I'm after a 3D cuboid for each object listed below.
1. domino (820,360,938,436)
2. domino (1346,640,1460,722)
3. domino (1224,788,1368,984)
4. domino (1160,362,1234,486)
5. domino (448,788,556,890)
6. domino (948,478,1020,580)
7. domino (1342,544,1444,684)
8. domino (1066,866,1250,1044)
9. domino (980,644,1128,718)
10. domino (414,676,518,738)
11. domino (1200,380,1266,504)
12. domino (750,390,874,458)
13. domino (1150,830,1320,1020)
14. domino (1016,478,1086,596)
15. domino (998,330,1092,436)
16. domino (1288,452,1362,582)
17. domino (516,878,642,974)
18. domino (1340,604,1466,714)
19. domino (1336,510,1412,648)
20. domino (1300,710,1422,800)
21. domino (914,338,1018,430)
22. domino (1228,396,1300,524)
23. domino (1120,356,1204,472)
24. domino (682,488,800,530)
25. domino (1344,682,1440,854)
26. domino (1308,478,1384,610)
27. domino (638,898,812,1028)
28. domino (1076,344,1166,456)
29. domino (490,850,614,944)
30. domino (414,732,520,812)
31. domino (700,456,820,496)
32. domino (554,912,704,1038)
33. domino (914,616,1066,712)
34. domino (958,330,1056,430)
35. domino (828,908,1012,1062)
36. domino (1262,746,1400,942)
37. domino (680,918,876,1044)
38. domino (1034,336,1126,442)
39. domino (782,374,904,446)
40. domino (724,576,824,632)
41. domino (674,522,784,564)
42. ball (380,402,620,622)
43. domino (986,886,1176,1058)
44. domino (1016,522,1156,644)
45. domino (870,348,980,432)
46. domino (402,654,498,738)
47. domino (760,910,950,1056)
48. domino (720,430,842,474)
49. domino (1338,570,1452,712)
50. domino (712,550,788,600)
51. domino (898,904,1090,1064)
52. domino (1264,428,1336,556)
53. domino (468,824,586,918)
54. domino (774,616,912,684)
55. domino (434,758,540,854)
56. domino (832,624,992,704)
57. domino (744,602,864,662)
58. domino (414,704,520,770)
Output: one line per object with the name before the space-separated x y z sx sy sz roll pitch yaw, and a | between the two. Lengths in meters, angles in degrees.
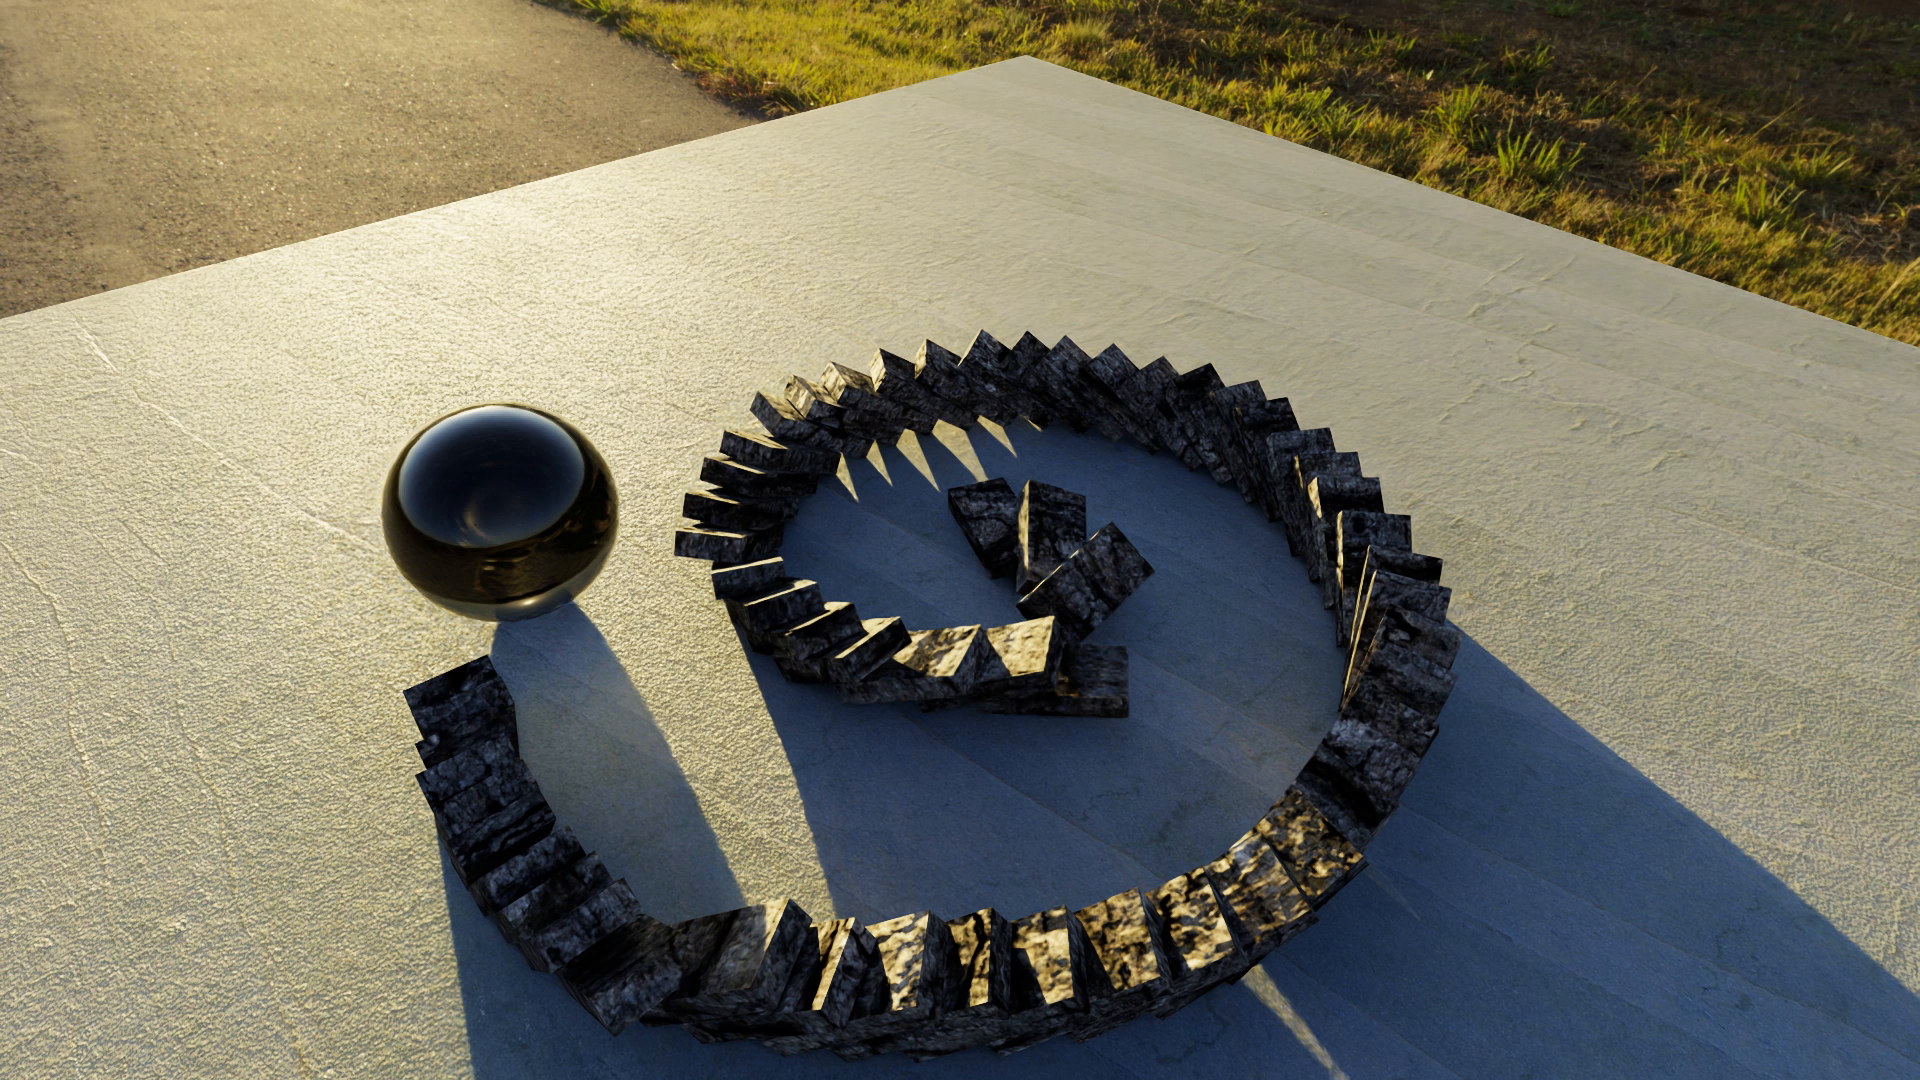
domino | -0.037 -0.064 0.500 0.050 0.009 0.025 17 24 -35
domino | 0.134 0.060 0.349 0.025 0.009 0.050 28 79 24
domino | 0.085 0.096 0.305 0.050 0.009 0.025 -42 50 2
domino | 0.112 -0.051 0.484 0.025 0.009 0.050 -25 81 -30
domino | -0.129 0.085 0.310 0.025 0.050 0.010 -30 82 -31
domino | 0.015 -0.006 0.450 0.025 0.010 0.050 -13 41 -16
domino | 0.153 0.029 0.389 0.025 0.010 0.050 12 73 15
domino | 0.048 0.109 0.290 0.050 0.009 0.025 -31 39 12
domino | 0.033 0.048 0.382 0.050 0.010 0.025 1 39 7
domino | -0.152 0.059 0.342 0.025 0.050 0.009 -26 79 -28
domino | 0.126 -0.043 0.473 0.025 0.009 0.050 -15 76 -21
domino | -0.065 -0.051 0.485 0.050 0.009 0.025 10 25 -44
domino | 0.068 0.104 0.296 0.050 0.009 0.025 -36 44 7
domino | 0.036 0.001 0.427 0.025 0.010 0.050 16 50 -15
domino | 0.044 -0.073 0.513 0.050 0.009 0.025 39 44 -4
domino | 0.148 -0.009 0.434 0.025 0.009 0.050 -3 73 -5
domino | -0.102 0.102 0.291 0.025 0.050 0.009 -30 87 -32
domino | 0.143 0.049 0.362 0.025 0.009 0.050 24 78 20
domino | 0.152 0.015 0.405 0.025 0.010 0.050 4 72 5
domino | 0.111 0.079 0.325 0.025 0.009 0.050 34 84 32
domino | 0.003 -0.073 0.512 0.050 0.009 0.025 25 35 -20
domino | 0.134 -0.034 0.462 0.025 0.010 0.050 -12 75 -20
domino | 0.097 -0.057 0.494 0.025 0.009 0.050 -33 80 -34
domino | -0.087 -0.014 0.441 0.025 0.010 0.050 13 10 15
domino | 0.122 0.072 0.336 0.025 0.009 0.050 31 80 32
domino | 0.150 0.001 0.421 0.025 0.010 0.050 0 72 -5
domino | -0.063 0.110 0.286 0.050 0.009 0.025 -23 27 33
domino | 0.079 -0.065 0.502 0.050 0.010 0.025 47 49 4
domino | -0.111 0.097 0.297 0.025 0.050 0.010 -30 87 -32
domino | -0.144 0.072 0.325 0.025 0.050 0.009 -26 79 -28
domino | -0.082 -0.026 0.455 0.025 0.010 0.050 18 9 20
domino | -0.087 0.110 0.285 0.025 0.009 0.050 -32 10 -31
domino | 0.010 0.042 0.374 0.050 0.009 0.025 -14 36 26
domino | 0.025 -0.075 0.515 0.050 0.010 0.025 35 41 -9
domino | -0.011 0.114 0.282 0.050 0.009 0.025 -26 33 24
domino | 0.099 0.087 0.316 0.050 0.010 0.025 -49 57 -3
domino | -0.047 0.114 0.284 0.050 0.009 0.025 -20 29 31
domino | 0.060 -0.070 0.508 0.050 0.009 0.025 42 44 -1
domino | -0.052 -0.058 0.492 0.050 0.009 0.025 14 23 -41
domino | -0.067 0.022 0.394 0.025 0.009 0.050 -19 8 -20
domino | -0.088 -0.001 0.425 0.025 0.009 0.050 7 8 8
ball | -0.166 -0.010 0.400 0.080 0.080 0.080 0 39 0
domino | 0.029 0.113 0.287 0.050 0.010 0.025 -28 37 15
domino | 0.047 0.018 0.407 0.050 0.009 0.025 -39 87 -28
domino | -0.017 -0.069 0.508 0.050 0.010 0.025 21 31 -27
domino | -0.159 0.053 0.349 0.025 0.050 0.010 -26 79 -28
domino | -0.027 0.114 0.282 0.050 0.009 0.025 -24 34 26
domino | -0.076 -0.037 0.468 0.025 0.010 0.050 21 11 26
domino | 0.148 0.038 0.376 0.025 0.009 0.050 16 76 15
domino | -0.078 0.012 0.407 0.025 0.009 0.050 -11 6 -11
domino | 0.008 0.115 0.285 0.050 0.009 0.025 -24 36 18
domino | 0.143 -0.020 0.447 0.025 0.010 0.050 -6 73 -8
domino | -0.120 0.092 0.303 0.025 0.050 0.009 -30 87 -32
domino | -0.041 0.038 0.375 0.025 0.010 0.050 -34 14 -33
domino | -0.137 0.079 0.317 0.025 0.050 0.010 -30 81 -31
domino | -0.017 0.043 0.375 0.050 0.009 0.025 -9 32 32
domino | -0.055 0.031 0.384 0.025 0.009 0.050 -25 10 -26
domino | -0.148 0.066 0.334 0.025 0.050 0.009 -26 79 -28
